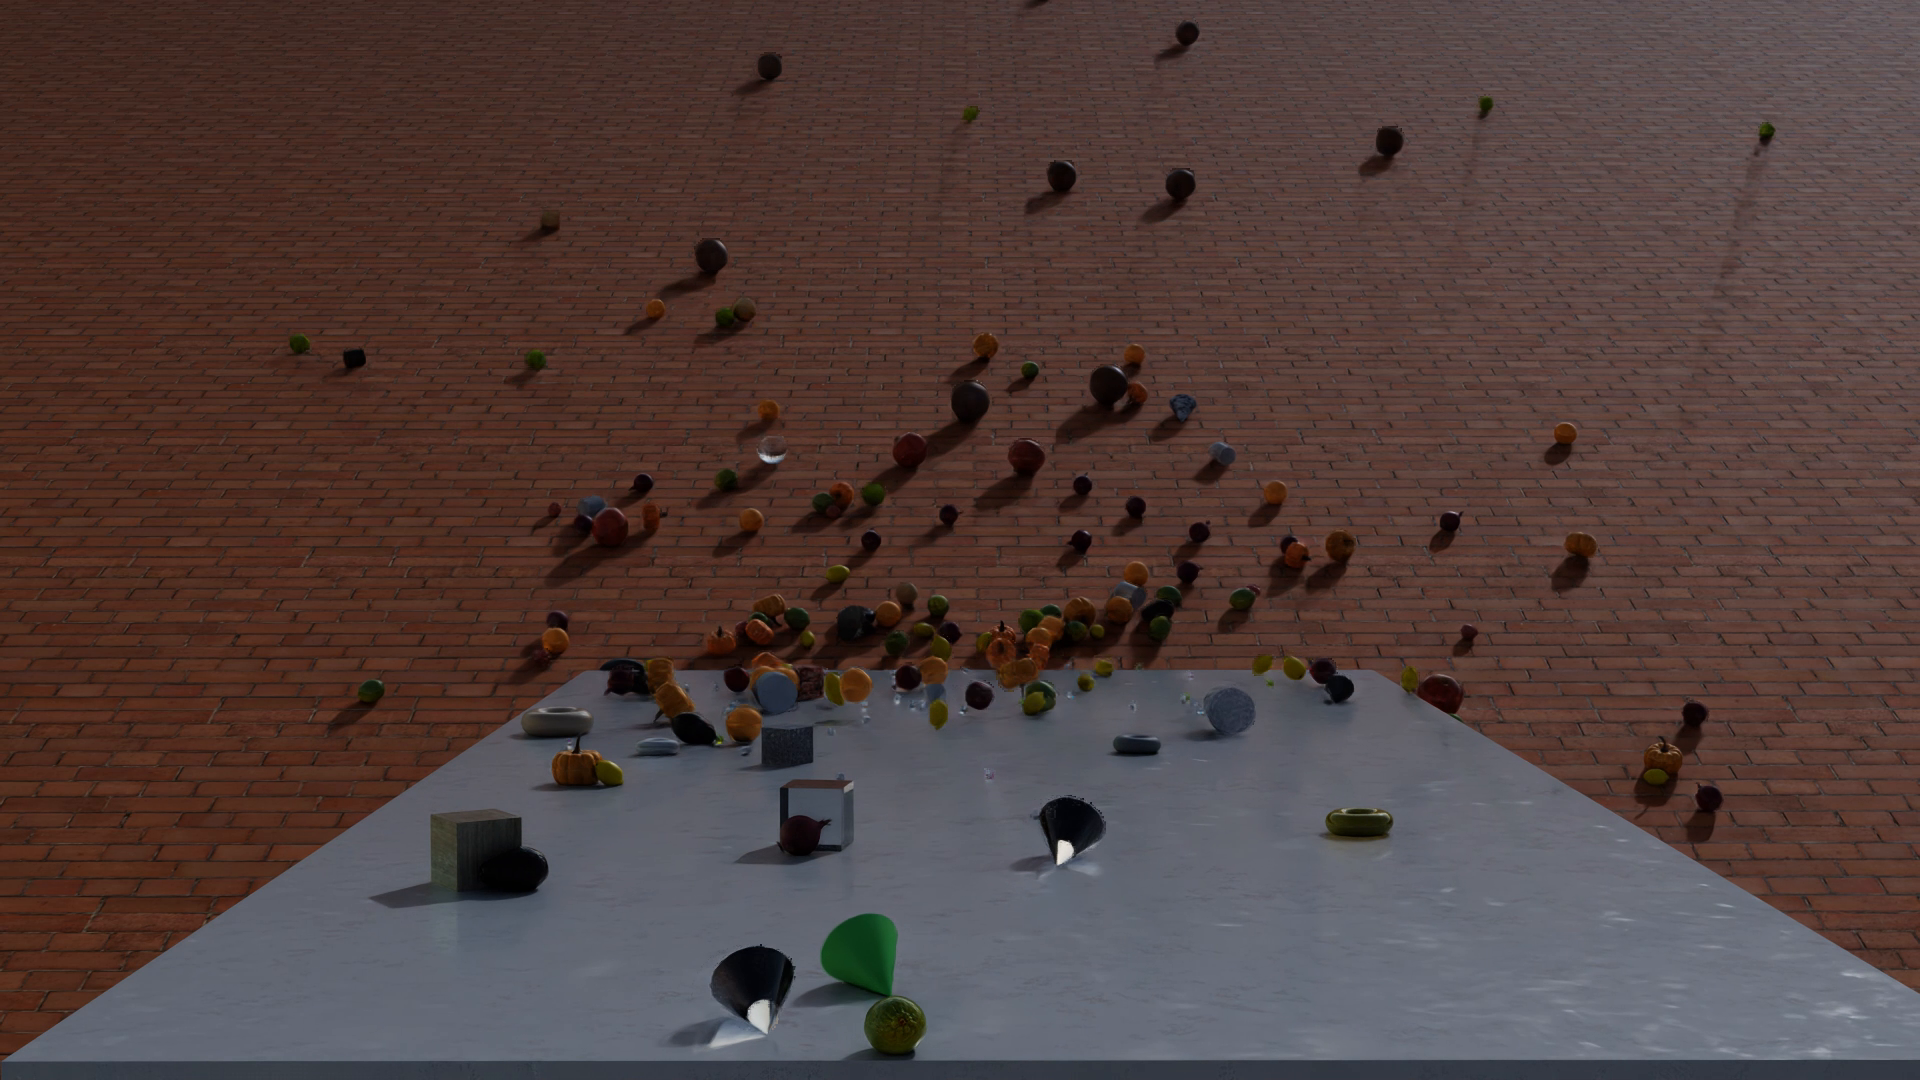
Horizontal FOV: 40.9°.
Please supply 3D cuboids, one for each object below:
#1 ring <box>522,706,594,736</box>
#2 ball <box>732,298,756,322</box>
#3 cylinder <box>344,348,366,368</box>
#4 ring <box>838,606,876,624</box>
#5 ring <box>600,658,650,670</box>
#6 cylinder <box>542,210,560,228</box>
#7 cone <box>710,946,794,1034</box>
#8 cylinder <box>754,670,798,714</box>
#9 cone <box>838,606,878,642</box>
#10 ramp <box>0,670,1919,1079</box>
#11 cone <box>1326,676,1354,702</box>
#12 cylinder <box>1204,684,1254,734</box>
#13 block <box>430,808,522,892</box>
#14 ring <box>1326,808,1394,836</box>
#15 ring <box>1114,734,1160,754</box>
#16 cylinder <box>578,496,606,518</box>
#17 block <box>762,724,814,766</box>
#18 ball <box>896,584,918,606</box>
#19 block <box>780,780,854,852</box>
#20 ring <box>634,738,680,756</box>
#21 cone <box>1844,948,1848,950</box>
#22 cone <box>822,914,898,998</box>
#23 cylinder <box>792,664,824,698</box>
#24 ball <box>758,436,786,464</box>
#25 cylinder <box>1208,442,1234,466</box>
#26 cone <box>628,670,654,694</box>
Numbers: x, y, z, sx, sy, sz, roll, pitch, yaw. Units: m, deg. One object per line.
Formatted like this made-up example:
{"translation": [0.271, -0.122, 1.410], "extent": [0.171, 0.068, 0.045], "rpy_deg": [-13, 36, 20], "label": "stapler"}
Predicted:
{"translation": [-0.814, 0.368, 5.206], "extent": [0.146, 0.049, 0.146], "rpy_deg": [0, 4, 0], "label": "ring"}
{"translation": [-0.795, -0.852, 9.508], "extent": [0.089, 0.089, 0.089], "rpy_deg": [0, 23, 0], "label": "ball"}
{"translation": [-2.127, -0.638, 9.032], "extent": [0.059, 0.059, 0.059], "rpy_deg": [-13, 26, -28], "label": "cylinder"}
{"translation": [-0.283, 0.211, 7.018], "extent": [0.105, 0.035, 0.105], "rpy_deg": [-1, 22, 0], "label": "ring"}
{"translation": [-0.856, 0.348, 6.588], "extent": [0.139, 0.139, 0.046], "rpy_deg": [1, 60, 3], "label": "ring"}
{"translation": [-1.698, -1.330, 10.681], "extent": [0.071, 0.071, 0.071], "rpy_deg": [2, 22, -10], "label": "cylinder"}
{"translation": [-0.208, 0.487, 2.677], "extent": [0.090, 0.090, 0.090], "rpy_deg": [-6, 30, -13], "label": "cone"}
{"translation": [-0.401, 0.331, 5.594], "extent": [0.085, 0.085, 0.085], "rpy_deg": [-5, 3, -11], "label": "cylinder"}
{"translation": [-0.261, 0.236, 6.947], "extent": [0.098, 0.098, 0.098], "rpy_deg": [17, 9, -37], "label": "cone"}
{"translation": [0.052, 0.471, 4.535], "extent": [2.000, 0.100, 4.000], "rpy_deg": [0, 3, 0], "label": "ramp"}
{"translation": [0.849, 0.349, 5.781], "extent": [0.065, 0.065, 0.065], "rpy_deg": [6, 31, 14], "label": "cone"}
{"translation": [0.546, 0.343, 5.226], "extent": [0.094, 0.094, 0.094], "rpy_deg": [0, 3, 0], "label": "cylinder"}
{"translation": [-0.660, 0.422, 3.508], "extent": [0.093, 0.093, 0.093], "rpy_deg": [-2, 3, -33], "label": "block"}
{"translation": [0.611, 0.432, 3.936], "extent": [0.103, 0.034, 0.103], "rpy_deg": [-1, 2, 0], "label": "ring"}
{"translation": [0.338, 0.389, 4.907], "extent": [0.092, 0.031, 0.092], "rpy_deg": [1, 2, 0], "label": "ring"}
{"translation": [-1.107, -0.099, 7.735], "extent": [0.057, 0.057, 0.057], "rpy_deg": [18, 29, 37], "label": "cylinder"}
{"translation": [-0.319, 0.378, 4.749], "extent": [0.067, 0.067, 0.067], "rpy_deg": [2, 3, 36], "label": "block"}
{"translation": [-0.145, 0.150, 7.129], "extent": [0.061, 0.061, 0.061], "rpy_deg": [0, 23, 0], "label": "ball"}
{"translation": [-0.212, 0.408, 3.821], "extent": [0.092, 0.092, 0.092], "rpy_deg": [0, 3, 9], "label": "block"}
{"translation": [-0.574, 0.392, 4.878], "extent": [0.085, 0.028, 0.085], "rpy_deg": [-1, 1, 0], "label": "ring"}
{"translation": [1.840, 0.901, 5.358], "extent": [0.075, 0.075, 0.075], "rpy_deg": [-11, 51, -24], "label": "cone"}
{"translation": [-0.094, 0.478, 2.848], "extent": [0.092, 0.092, 0.092], "rpy_deg": [-10, 33, -22], "label": "cone"}
{"translation": [-0.348, 0.324, 5.885], "extent": [0.071, 0.071, 0.071], "rpy_deg": [0, 3, 0], "label": "cylinder"}
{"translation": [-0.593, -0.284, 8.138], "extent": [0.091, 0.091, 0.091], "rpy_deg": [0, 23, 0], "label": "ball"}
{"translation": [0.829, -0.273, 8.152], "extent": [0.060, 0.060, 0.060], "rpy_deg": [-12, 25, -27], "label": "cylinder"}
{"translation": [-0.727, 0.343, 5.961], "extent": [0.061, 0.061, 0.061], "rpy_deg": [-19, 41, -38], "label": "cone"}
